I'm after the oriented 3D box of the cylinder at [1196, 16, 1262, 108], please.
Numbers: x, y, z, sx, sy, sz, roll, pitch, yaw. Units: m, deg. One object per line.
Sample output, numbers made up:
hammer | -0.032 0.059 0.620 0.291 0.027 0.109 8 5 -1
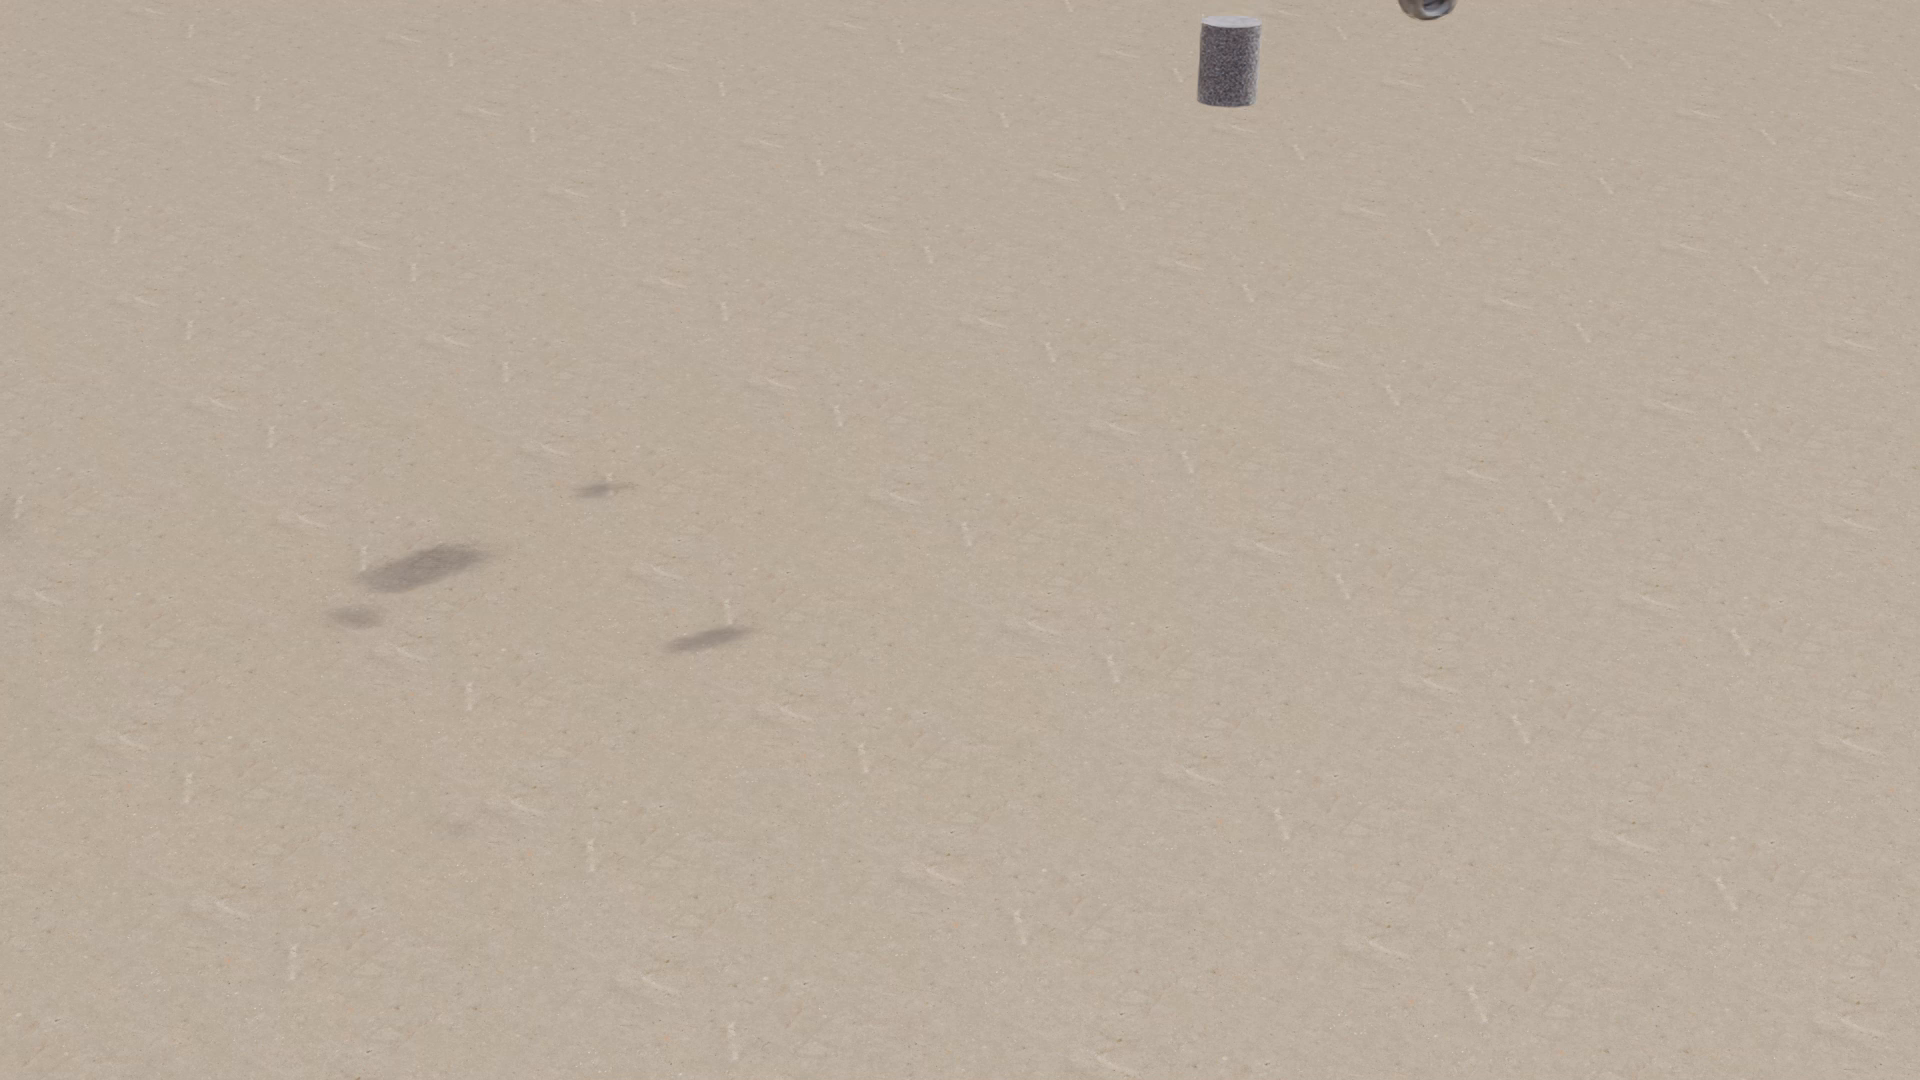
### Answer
cylinder | 0.728 -1.293 7.918 0.165 0.219 0.119 0 26 -2
